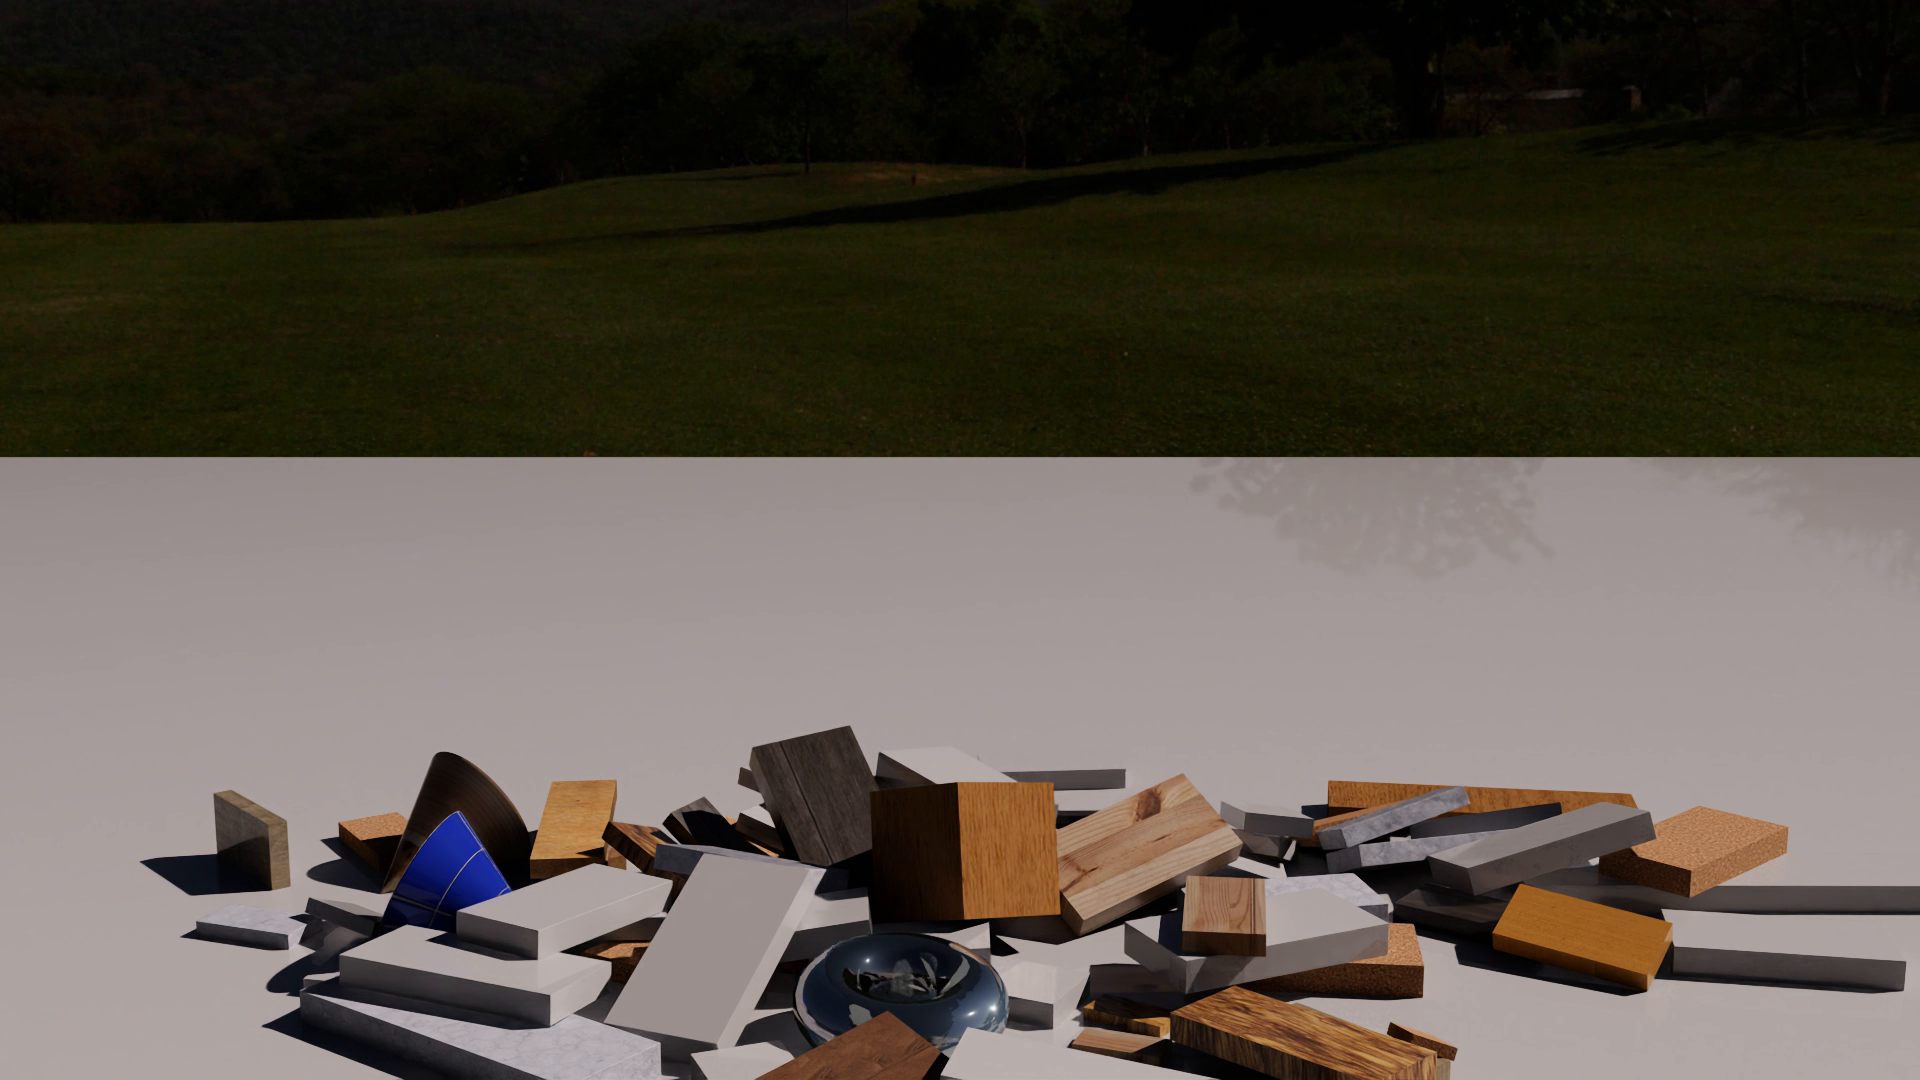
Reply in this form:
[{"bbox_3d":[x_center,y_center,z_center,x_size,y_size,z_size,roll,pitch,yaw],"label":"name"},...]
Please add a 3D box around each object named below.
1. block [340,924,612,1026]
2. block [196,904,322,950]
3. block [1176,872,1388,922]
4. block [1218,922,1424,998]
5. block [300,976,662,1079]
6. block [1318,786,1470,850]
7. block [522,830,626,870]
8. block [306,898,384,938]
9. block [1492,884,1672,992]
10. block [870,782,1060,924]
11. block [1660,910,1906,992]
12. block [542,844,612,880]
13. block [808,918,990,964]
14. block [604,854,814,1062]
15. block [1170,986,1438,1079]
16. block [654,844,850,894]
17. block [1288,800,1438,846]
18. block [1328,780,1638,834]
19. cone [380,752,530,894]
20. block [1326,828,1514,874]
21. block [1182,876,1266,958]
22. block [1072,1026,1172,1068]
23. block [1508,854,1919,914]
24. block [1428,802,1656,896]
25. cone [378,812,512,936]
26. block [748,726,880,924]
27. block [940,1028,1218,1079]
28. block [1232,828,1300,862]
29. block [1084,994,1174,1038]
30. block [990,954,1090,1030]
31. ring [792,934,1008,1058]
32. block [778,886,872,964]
[{"bbox_3d":[-0.690,0.617,3.132,0.354,0.044,0.155,5,9,22],"label":"block"},{"bbox_3d":[-1.110,0.612,3.484,0.174,0.025,0.087,4,11,20],"label":"block"},{"bbox_3d":[0.518,0.591,3.544,0.303,0.043,0.152,-2,11,-11],"label":"block"},{"bbox_3d":[0.516,0.628,3.328,0.349,0.049,0.175,1,11,6],"label":"block"},{"bbox_3d":[-0.671,0.681,3.044,0.542,0.049,0.171,8,13,36],"label":"block"},{"bbox_3d":[0.743,0.477,3.773,0.235,0.033,0.117,-17,-6,-13],"label":"block"},{"bbox_3d":[-0.683,0.545,3.824,0.109,0.031,0.218,-8,13,-38],"label":"block"},{"bbox_3d":[-0.944,0.599,3.468,0.174,0.025,0.087,9,-9,39],"label":"block"},{"bbox_3d":[0.946,0.602,3.344,0.238,0.034,0.119,11,38,32],"label":"block"},{"bbox_3d":[0.007,0.488,3.429,0.204,0.204,0.204,6,-13,-42],"label":"block"},{"bbox_3d":[1.250,0.624,3.357,0.329,0.047,0.164,2,11,11],"label":"block"},{"bbox_3d":[-0.651,0.528,3.749,0.109,0.031,0.218,-1,11,-7],"label":"block"},{"bbox_3d":[-0.088,0.608,3.266,0.265,0.037,0.132,-3,9,0],"label":"block"},{"bbox_3d":[-0.351,0.591,3.128,0.171,0.049,0.343,6,37,18],"label":"block"},{"bbox_3d":[0.451,0.670,2.913,0.138,0.039,0.334,-10,13,-43],"label":"block"},{"bbox_3d":[-0.326,0.514,3.431,0.275,0.039,0.138,4,-6,33],"label":"block"},{"bbox_3d":[0.709,0.499,3.885,0.235,0.033,0.117,-11,-5,-13],"label":"block"},{"bbox_3d":[0.955,0.499,4.032,0.552,0.047,0.164,2,11,9],"label":"block"},{"bbox_3d":[-0.898,0.525,3.733,0.235,0.235,0.235,9,40,40],"label":"cone"},{"bbox_3d":[0.883,0.526,3.774,0.495,0.037,0.129,-3,-14,-17],"label":"block"},{"bbox_3d":[0.390,0.552,3.239,0.119,0.034,0.238,1,11,7],"label":"block"},{"bbox_3d":[0.223,0.700,3.030,0.125,0.018,0.063,4,11,21],"label":"block"},{"bbox_3d":[1.484,0.569,3.654,1.126,0.046,0.163,0,11,0],"label":"block"},{"bbox_3d":[0.957,0.506,3.623,0.327,0.046,0.163,-15,2,-10],"label":"block"},{"bbox_3d":[-0.722,0.570,3.353,0.230,0.230,0.230,28,15,5],"label":"cone"},{"bbox_3d":[-0.201,0.469,3.584,0.175,0.049,0.349,-11,51,-23],"label":"block"},{"bbox_3d":[0.241,0.709,2.742,0.518,0.043,0.152,9,12,11],"label":"block"},{"bbox_3d":[0.447,0.520,3.822,0.258,0.037,0.129,5,-10,25],"label":"block"},{"bbox_3d":[0.246,0.679,3.140,0.125,0.018,0.063,7,13,34],"label":"block"},{"bbox_3d":[0.043,0.653,3.227,0.265,0.037,0.132,5,12,26],"label":"block"},{"bbox_3d":[-0.082,0.644,3.060,0.302,0.101,0.302,3,17,-1],"label":"ring"},{"bbox_3d":[-0.286,0.583,3.264,0.310,0.044,0.155,-9,9,-2],"label":"block"}]
